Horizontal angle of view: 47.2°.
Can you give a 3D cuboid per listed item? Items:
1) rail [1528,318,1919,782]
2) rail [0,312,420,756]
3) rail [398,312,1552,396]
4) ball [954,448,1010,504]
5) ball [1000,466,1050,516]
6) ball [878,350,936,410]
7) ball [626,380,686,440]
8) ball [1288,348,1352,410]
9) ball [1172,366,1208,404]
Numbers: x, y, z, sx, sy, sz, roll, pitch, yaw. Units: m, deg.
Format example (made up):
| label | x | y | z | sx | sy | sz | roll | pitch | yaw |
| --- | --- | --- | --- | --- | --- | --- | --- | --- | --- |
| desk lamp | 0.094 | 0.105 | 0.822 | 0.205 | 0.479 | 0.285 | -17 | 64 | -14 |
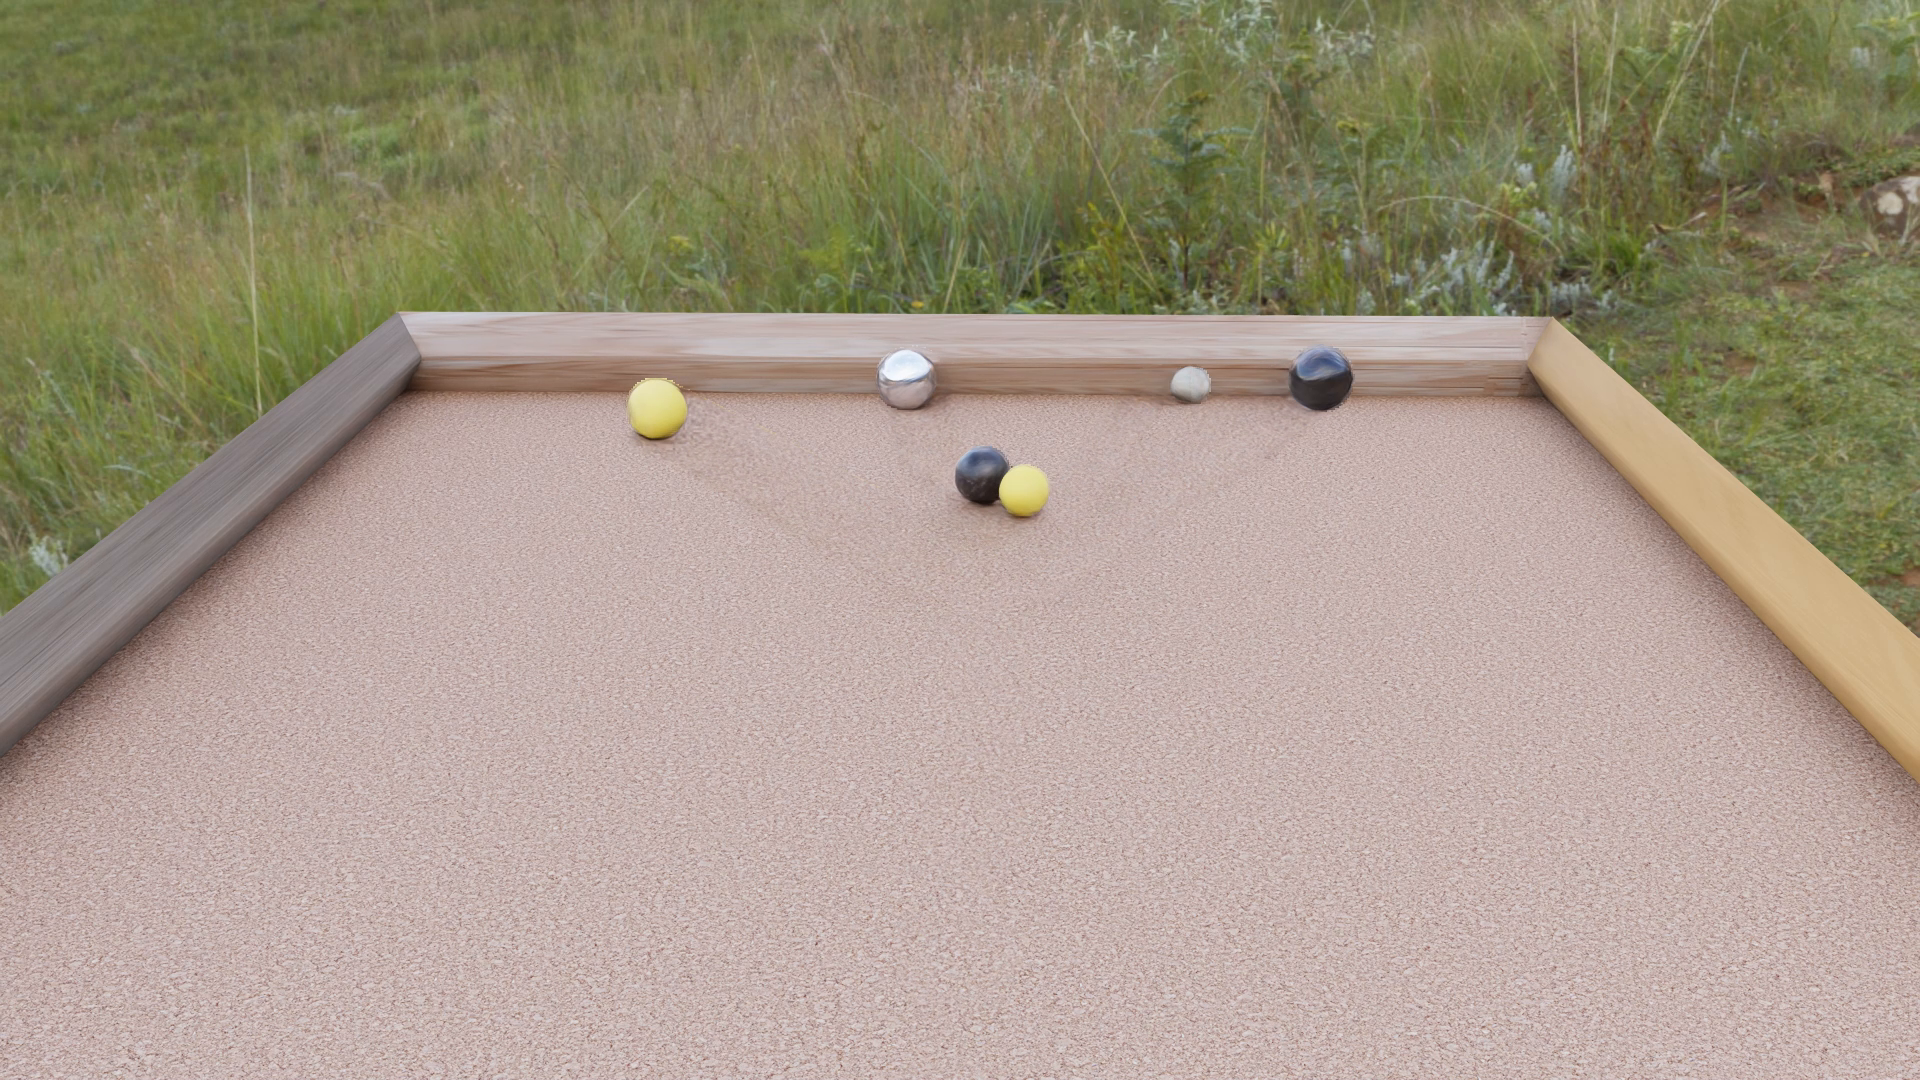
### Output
| label | x | y | z | sx | sy | sz | roll | pitch | yaw |
| --- | --- | --- | --- | --- | --- | --- | --- | --- | --- |
| rail | 0.876 | 0.253 | 1.783 | 0.045 | 0.128 | 3.594 | 0 | 18 | 1 |
| rail | -0.914 | 0.241 | 1.819 | 0.045 | 0.128 | 3.594 | 0 | 18 | 1 |
| rail | 0.019 | -0.290 | 3.490 | 1.838 | 0.128 | 0.045 | 0 | 18 | 1 |
| ball | 0.029 | -0.086 | 2.941 | 0.075 | 0.075 | 0.075 | 0 | 18 | 0 |
| ball | 0.084 | -0.063 | 2.883 | 0.066 | 0.066 | 0.066 | 0 | 18 | 0 |
| ball | -0.083 | -0.251 | 3.428 | 0.093 | 0.093 | 0.093 | 0 | 18 | 0 |
| ball | -0.449 | -0.193 | 3.254 | 0.088 | 0.088 | 0.088 | 0 | 18 | 0 |
| ball | 0.560 | -0.251 | 3.417 | 0.098 | 0.098 | 0.098 | 0 | 18 | 0 |
| ball | 0.362 | -0.243 | 3.460 | 0.059 | 0.059 | 0.059 | 0 | 18 | 0 |
